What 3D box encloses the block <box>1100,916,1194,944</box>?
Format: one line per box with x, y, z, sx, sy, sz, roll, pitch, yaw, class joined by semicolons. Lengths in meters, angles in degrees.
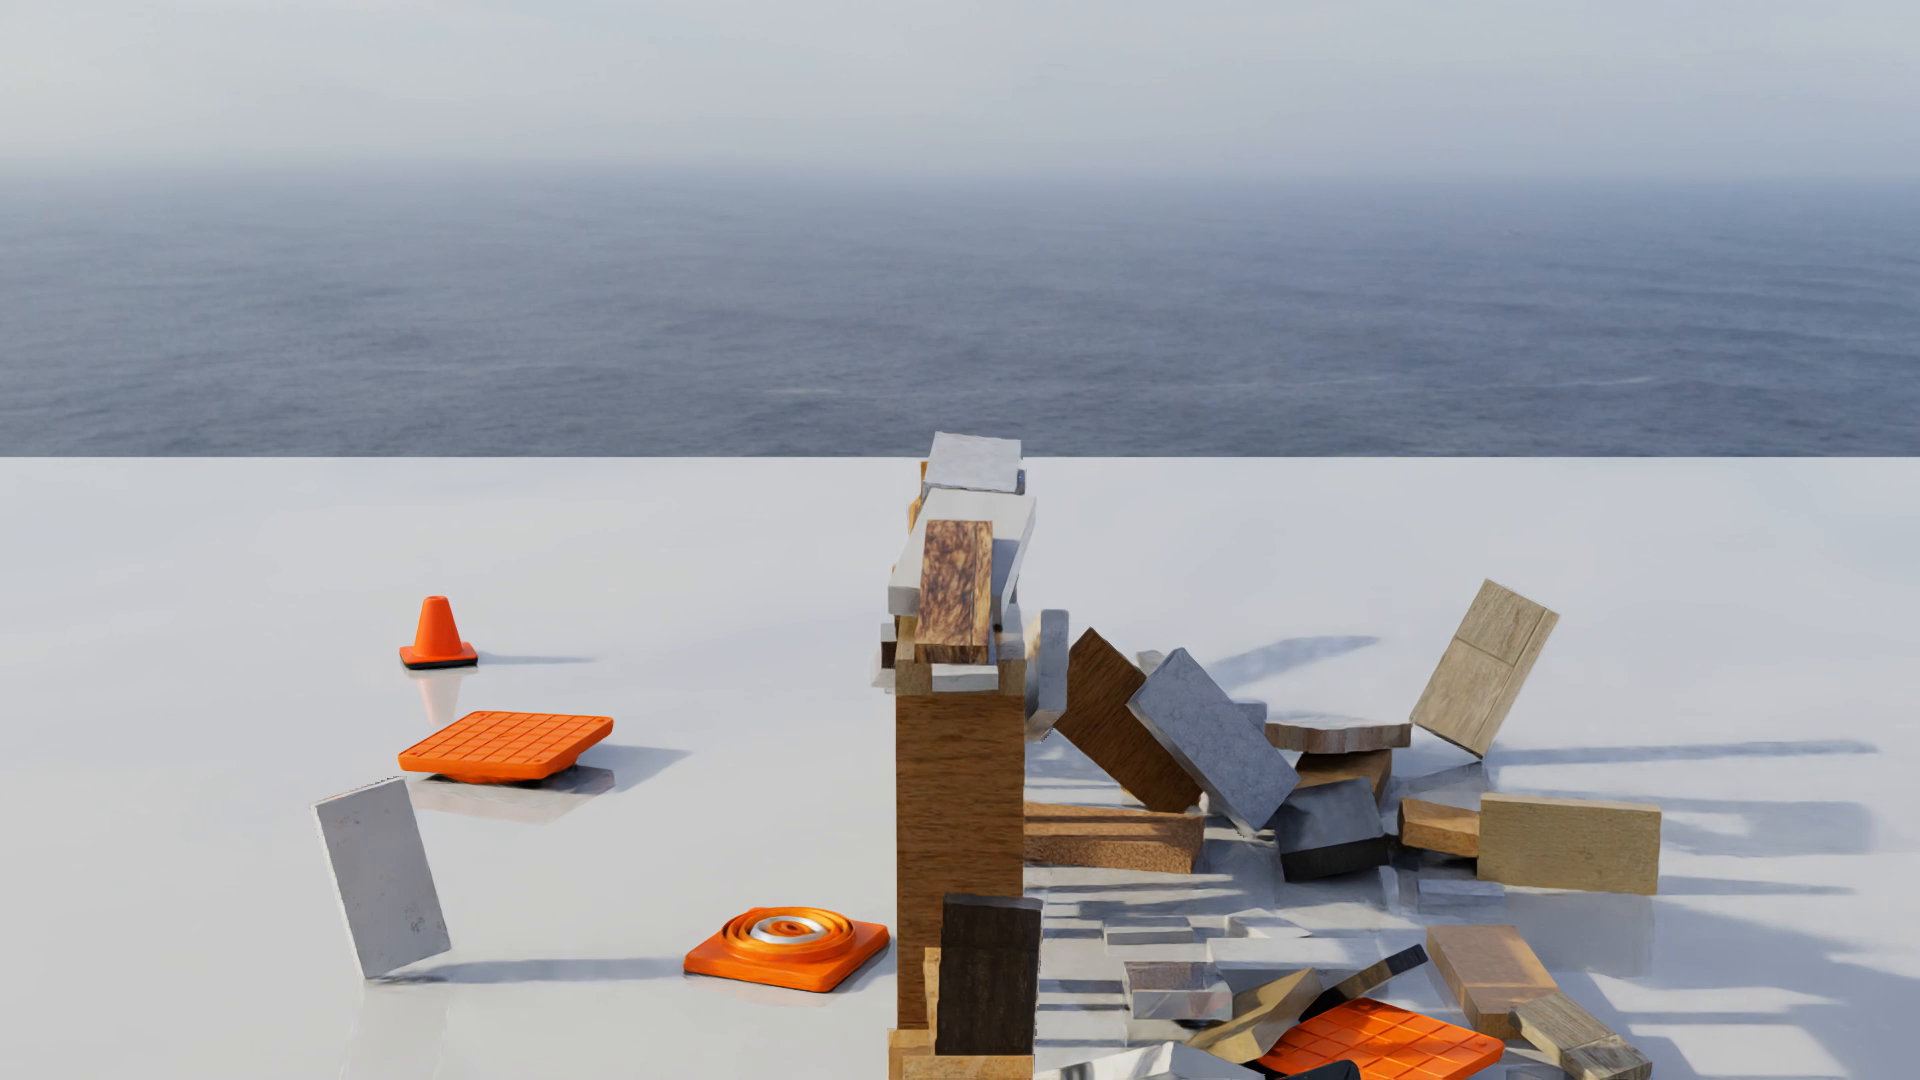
0.295;0.616;3.474;0.137;0.019;0.068;-1;11;-4;block

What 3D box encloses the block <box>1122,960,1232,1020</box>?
0.306;0.640;3.133;0.135;0.038;0.270;0;-2;1;block

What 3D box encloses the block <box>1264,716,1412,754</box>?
0.737;0.384;4.344;0.165;0.047;0.330;3;1;40;block

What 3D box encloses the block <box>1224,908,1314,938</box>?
0.487;0.616;3.474;0.068;0.019;0.137;-6;12;-30;block

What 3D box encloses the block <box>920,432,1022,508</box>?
0.023;-0.120;3.907;0.159;0.045;0.318;6;19;2;block

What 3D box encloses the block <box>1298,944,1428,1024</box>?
0.564;0.627;3.101;0.091;0.026;0.183;-8;-24;-46;block

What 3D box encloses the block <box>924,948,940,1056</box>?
0.018;0.582;2.678;0.111;0.031;0.222;1;29;-5;block

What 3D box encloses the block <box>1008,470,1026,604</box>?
0.025;0.140;4.219;0.159;0.664;0.045;2;39;-1;block

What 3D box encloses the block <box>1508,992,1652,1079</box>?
0.841;0.682;2.989;0.091;0.026;0.183;-10;24;-24;block

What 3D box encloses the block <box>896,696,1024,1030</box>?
0.000;0.455;2.891;0.165;0.548;0.047;0;11;0;block

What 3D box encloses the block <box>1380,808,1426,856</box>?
0.820;0.519;3.970;0.104;0.029;0.208;7;13;34;block

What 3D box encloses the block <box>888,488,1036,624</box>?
0.007;0.018;3.052;0.153;0.043;0.307;5;27;9;block

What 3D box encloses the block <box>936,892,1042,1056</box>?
0.032;0.516;2.512;0.111;0.222;0.031;4;14;2;block

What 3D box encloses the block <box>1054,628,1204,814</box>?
0.310;0.341;4.004;0.354;0.177;0.050;41;5;-11;block

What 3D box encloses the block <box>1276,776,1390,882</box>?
0.651;0.506;3.880;0.177;0.050;0.354;-11;9;8;block

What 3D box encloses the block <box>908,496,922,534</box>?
-0.024;0.059;4.389;0.151;0.043;0.302;26;38;-26;block

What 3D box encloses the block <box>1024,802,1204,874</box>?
0.243;0.525;3.884;0.354;0.050;0.177;3;12;13;block

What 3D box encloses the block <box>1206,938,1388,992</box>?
0.505;0.639;3.307;0.255;0.036;0.127;0;11;1;block

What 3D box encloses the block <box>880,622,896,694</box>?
-0.055;0.191;3.502;0.136;0.039;0.273;0;-19;0;block

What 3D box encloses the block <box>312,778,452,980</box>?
-0.870;0.508;3.312;0.135;0.270;0.038;-16;3;-25;block

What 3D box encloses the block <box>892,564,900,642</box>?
-0.018;0.105;3.215;0.153;0.043;0.324;0;-18;0;block

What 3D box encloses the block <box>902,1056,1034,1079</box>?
0.005;0.593;2.338;0.111;0.031;1.001;0;-16;0;block

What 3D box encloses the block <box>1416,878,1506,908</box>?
0.829;0.585;3.644;0.137;0.019;0.068;1;11;7;block

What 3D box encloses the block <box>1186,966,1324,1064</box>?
0.398;0.664;3.020;0.127;0.036;0.255;-27;-4;29;block

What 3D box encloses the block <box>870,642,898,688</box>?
-0.059;0.189;3.308;0.136;0.039;0.273;1;-9;-6;block

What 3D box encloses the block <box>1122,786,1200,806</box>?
0.427;0.473;4.220;0.208;0.029;0.104;7;13;34;block

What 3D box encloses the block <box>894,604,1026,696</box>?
0.001;0.143;2.939;0.165;0.047;0.330;0;11;0;block

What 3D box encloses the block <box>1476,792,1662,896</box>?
1.022;0.511;3.697;0.292;0.146;0.041;2;11;13;block

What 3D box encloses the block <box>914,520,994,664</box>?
-0.005;0.063;2.876;0.091;0.026;0.366;1;25;1;block

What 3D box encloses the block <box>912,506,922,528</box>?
0.010;0.007;3.918;0.159;0.045;0.318;7;-12;6;block

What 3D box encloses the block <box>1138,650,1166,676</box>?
0.444;0.338;4.605;0.042;0.150;0.300;-8;12;-13;block

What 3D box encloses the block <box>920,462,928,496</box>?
-0.013;0.119;4.984;0.151;0.043;1.115;0;32;-1;block

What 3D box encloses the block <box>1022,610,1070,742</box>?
0.124;0.216;3.445;0.043;0.153;0.307;4;-14;-6;block

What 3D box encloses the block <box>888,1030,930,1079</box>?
-0.051;0.676;2.829;0.081;0.161;0.023;-1;52;-2;block

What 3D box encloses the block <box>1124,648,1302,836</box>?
0.458;0.363;3.962;0.146;0.328;0.041;-45;6;-28;block

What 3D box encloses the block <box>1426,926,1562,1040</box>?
0.794;0.649;3.247;0.135;0.038;0.347;0;11;-1;block

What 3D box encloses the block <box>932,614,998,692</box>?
0.004;0.141;2.767;0.081;0.023;0.161;-1;25;-2;block

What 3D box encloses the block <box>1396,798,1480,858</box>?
0.915;0.516;3.836;0.292;0.041;0.146;10;11;7;block

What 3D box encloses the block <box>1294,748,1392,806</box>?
0.730;0.461;4.236;0.165;0.047;0.330;3;11;17;block

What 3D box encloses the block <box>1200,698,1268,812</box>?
0.509;0.401;4.093;0.104;0.208;0.029;0;12;-25;block

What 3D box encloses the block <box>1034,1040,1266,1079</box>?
0.218;0.660;2.642;0.127;0.036;0.331;24;-29;-19;block

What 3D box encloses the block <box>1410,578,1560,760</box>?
1.068;0.262;4.475;0.165;0.330;0.047;28;-9;18;block
